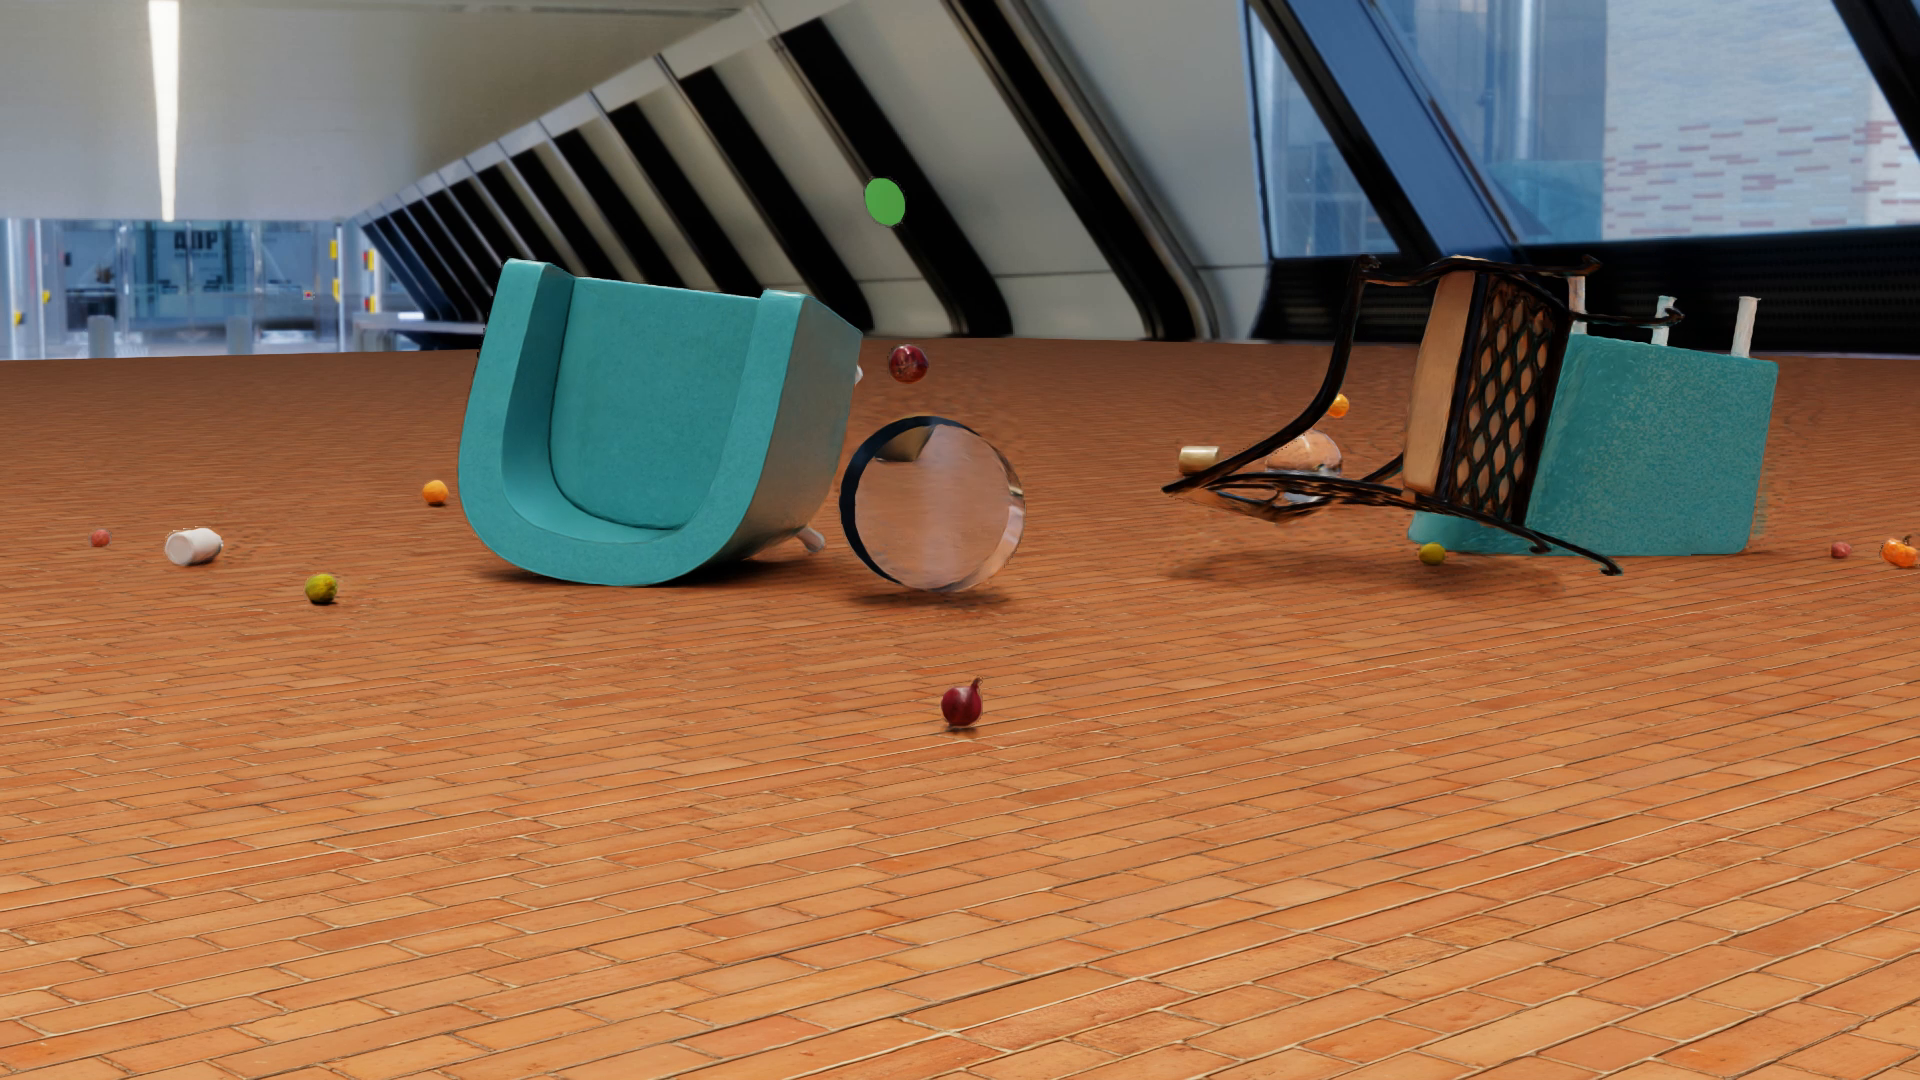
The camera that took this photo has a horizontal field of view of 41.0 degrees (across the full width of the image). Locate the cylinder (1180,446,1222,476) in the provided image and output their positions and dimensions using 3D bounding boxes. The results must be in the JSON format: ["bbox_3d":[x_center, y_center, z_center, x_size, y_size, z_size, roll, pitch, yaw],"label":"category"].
[{"bbox_3d":[0.796,-0.261,8.478,0.119,0.095,0.128,2,12,17],"label":"cylinder"}]

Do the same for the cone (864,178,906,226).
[{"bbox_3d":[-0.224,-1.013,7.821,0.113,0.151,0.268,-26,-1,0],"label":"cone"}]

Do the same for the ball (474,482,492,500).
[{"bbox_3d":[-1.398,-0.142,7.526,0.053,0.053,0.053,0,6,0],"label":"ball"}]

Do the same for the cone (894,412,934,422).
[{"bbox_3d":[-0.168,-0.313,9.001,0.247,0.123,0.275,0,-37,-36],"label":"cone"}]

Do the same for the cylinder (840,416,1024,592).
[{"bbox_3d":[-0.053,-0.069,5.224,0.343,0.343,0.267,10,-2,8],"label":"cylinder"}]

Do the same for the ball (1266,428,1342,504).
[{"bbox_3d":[0.992,-0.213,7.398,0.222,0.222,0.222,0,6,0],"label":"ball"}]
